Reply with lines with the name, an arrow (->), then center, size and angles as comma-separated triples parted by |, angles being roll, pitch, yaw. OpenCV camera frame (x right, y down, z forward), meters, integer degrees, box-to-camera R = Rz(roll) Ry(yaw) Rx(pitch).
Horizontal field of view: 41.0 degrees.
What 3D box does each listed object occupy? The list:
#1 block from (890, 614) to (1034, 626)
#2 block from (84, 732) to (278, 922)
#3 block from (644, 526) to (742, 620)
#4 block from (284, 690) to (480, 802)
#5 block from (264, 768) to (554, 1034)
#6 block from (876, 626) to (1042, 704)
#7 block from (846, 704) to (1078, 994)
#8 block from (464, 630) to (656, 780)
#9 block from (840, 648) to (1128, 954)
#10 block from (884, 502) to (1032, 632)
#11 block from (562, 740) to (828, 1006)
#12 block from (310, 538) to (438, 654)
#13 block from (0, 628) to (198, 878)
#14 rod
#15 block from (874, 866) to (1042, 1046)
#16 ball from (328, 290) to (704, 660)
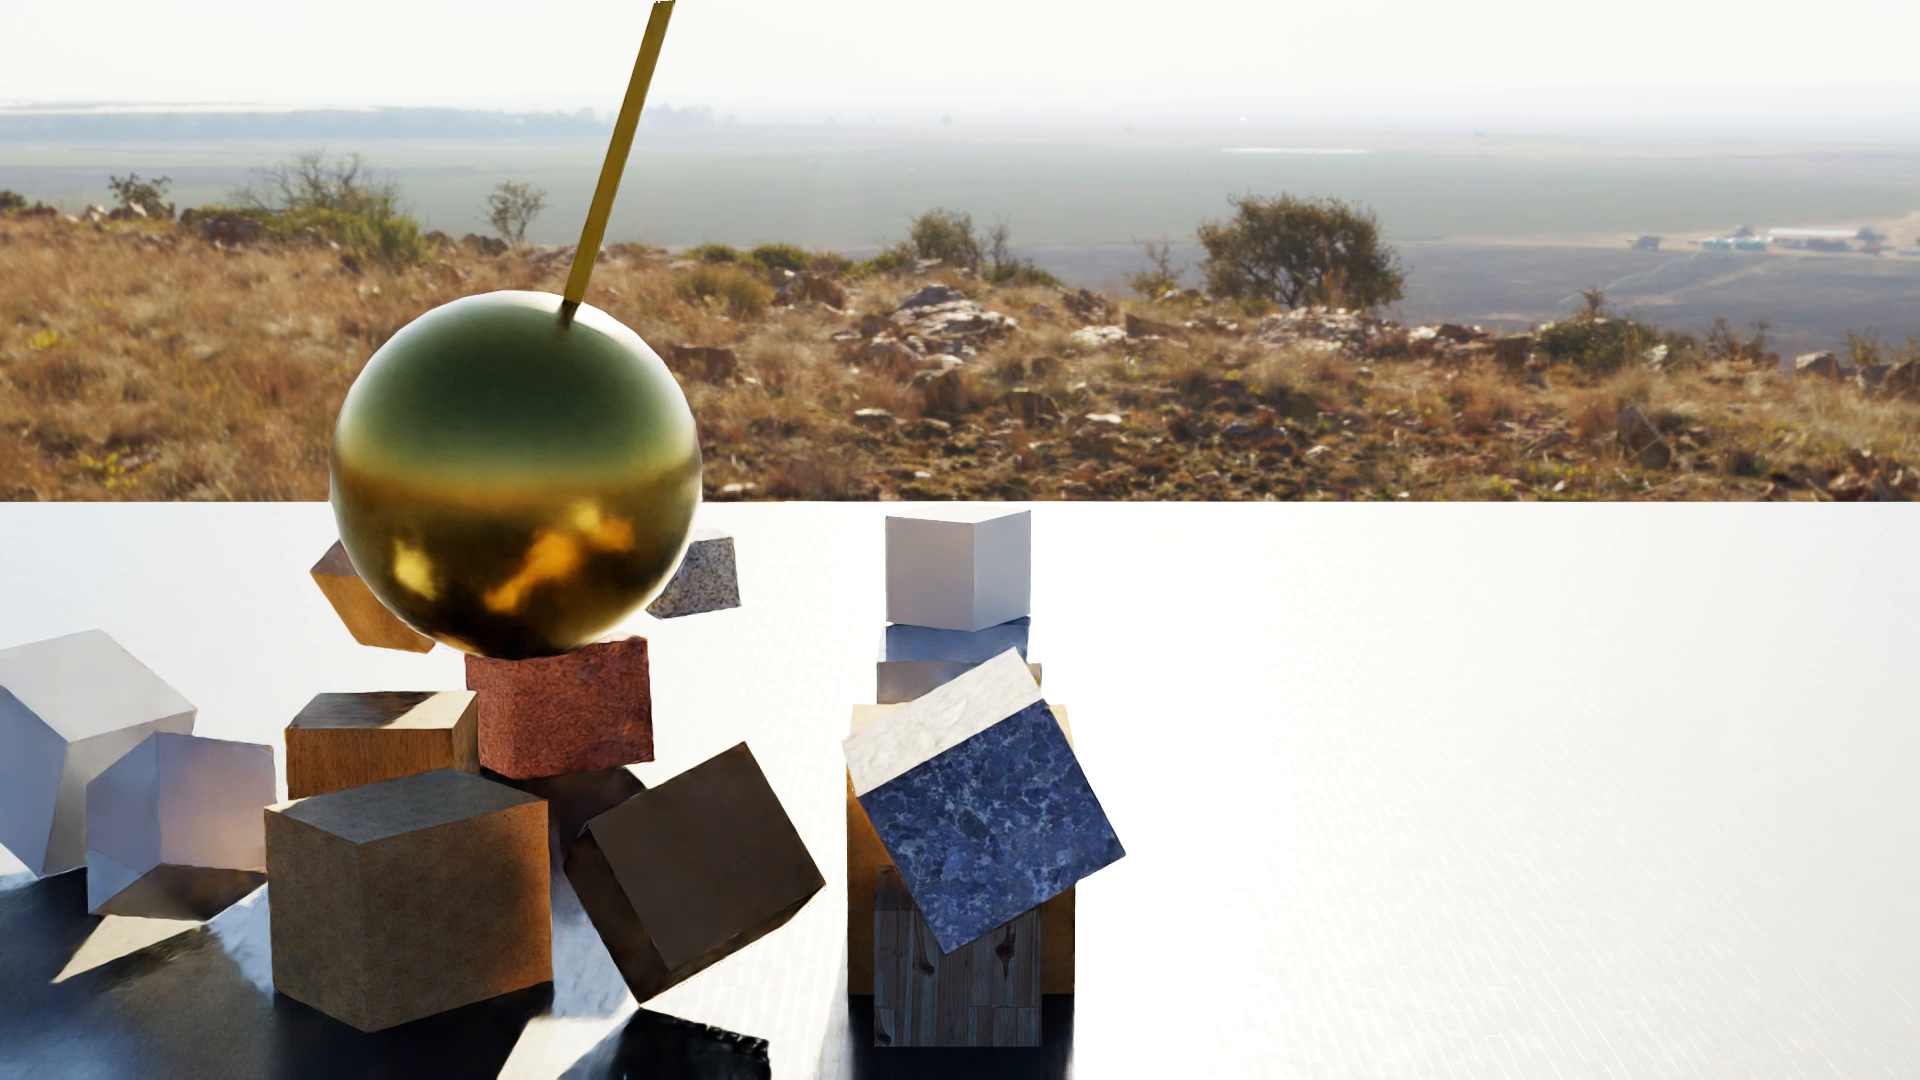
block -> 0.006, 0.768, 13.089 | 0.716, 0.807, 0.729 | 0, 10, 0
block -> -3.183, 1.182, 10.494 | 0.518, 0.554, 0.634 | 13, -33, -41
block -> -1.402, 0.167, 13.149 | 0.431, 0.369, 0.446 | -9, 9, -18
block -> -2.623, 1.092, 11.731 | 0.739, 0.654, 0.689 | 0, 10, -2
block -> -2.135, 1.374, 9.956 | 0.831, 0.730, 0.687 | -10, 14, -43
block -> -0.001, 0.897, 12.331 | 0.773, 0.823, 0.794 | 0, 10, 0
block -> 0.002, 1.215, 10.255 | 0.881, 0.940, 0.867 | 0, 10, 0
block -> -2.051, 0.817, 13.100 | 0.733, 0.632, 0.734 | -5, 6, -27
block -> 0.074, 0.911, 9.112 | 0.721, 0.656, 0.658 | -28, 15, -1
block -> -0.005, 0.126, 12.808 | 0.512, 0.535, 0.572 | 5, 10, 30
block -> -1.013, 1.262, 9.671 | 0.677, 0.620, 0.672 | -27, -11, -24
block -> -2.798, 0.200, 12.736 | 0.500, 0.505, 0.471 | 5, 45, 35
block -> -4.028, 0.952, 11.622 | 0.735, 0.727, 0.684 | 33, 27, 27
rod -> -0.831, -3.449, 10.553 | 0.080, 5.200, 0.080 | 18, 10, -3
block -> -0.007, 1.548, 9.596 | 0.612, 0.520, 0.538 | 0, 10, 0
ball -> -1.917, -0.279, 11.130 | 1.600, 1.600, 1.600 | 0, 10, 0
